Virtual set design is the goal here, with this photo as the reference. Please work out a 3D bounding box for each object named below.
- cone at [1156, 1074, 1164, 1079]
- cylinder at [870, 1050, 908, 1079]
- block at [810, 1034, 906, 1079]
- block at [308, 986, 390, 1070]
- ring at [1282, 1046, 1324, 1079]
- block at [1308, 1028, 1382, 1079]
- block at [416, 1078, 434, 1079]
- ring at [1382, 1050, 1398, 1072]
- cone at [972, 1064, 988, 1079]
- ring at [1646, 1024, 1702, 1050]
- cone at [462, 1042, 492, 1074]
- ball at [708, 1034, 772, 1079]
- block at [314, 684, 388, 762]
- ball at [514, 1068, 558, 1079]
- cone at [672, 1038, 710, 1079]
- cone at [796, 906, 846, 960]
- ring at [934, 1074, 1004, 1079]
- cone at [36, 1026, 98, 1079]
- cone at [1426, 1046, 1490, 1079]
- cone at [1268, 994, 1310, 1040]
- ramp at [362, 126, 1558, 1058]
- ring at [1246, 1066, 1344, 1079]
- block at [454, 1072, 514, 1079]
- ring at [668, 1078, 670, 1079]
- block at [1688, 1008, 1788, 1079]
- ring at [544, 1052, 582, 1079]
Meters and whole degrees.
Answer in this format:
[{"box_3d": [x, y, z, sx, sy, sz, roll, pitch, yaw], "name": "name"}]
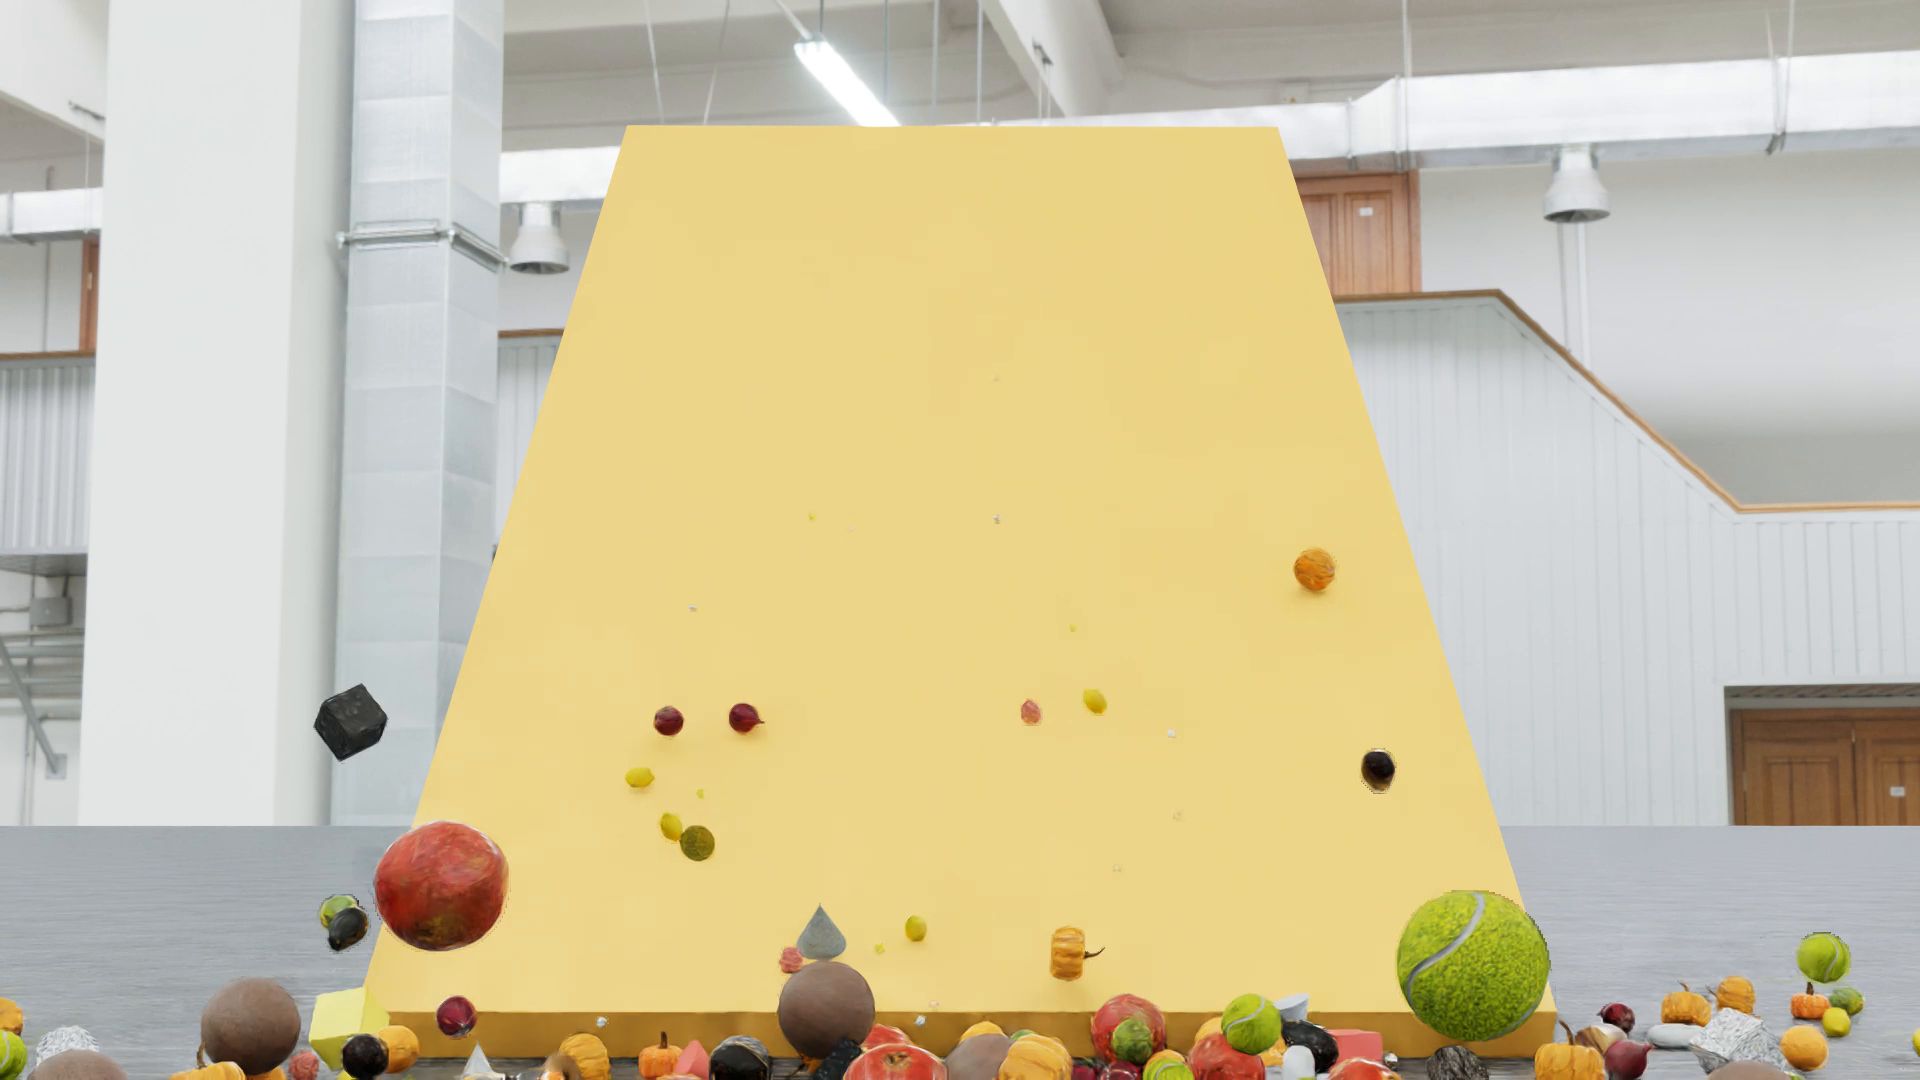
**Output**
[{"box_3d": [0.270, 0.749, 3.282, 0.057, 0.057, 0.057, 0, -7, 0], "name": "cone"}, {"box_3d": [-0.110, 0.722, 3.228, 0.079, 0.079, 0.079, 0, -20, 4], "name": "cylinder"}, {"box_3d": [-0.125, 0.672, 2.996, 0.077, 0.077, 0.077, 31, -9, 37], "name": "block"}, {"box_3d": [-0.927, 0.743, 3.693, 0.083, 0.083, 0.083, -11, -46, 10], "name": "block"}, {"box_3d": [0.407, 0.662, 2.912, 0.037, 0.111, 0.111, 11, -2, 20], "name": "ring"}, {"box_3d": [0.579, 0.780, 3.654, 0.080, 0.080, 0.080, 3, -7, -24], "name": "block"}, {"box_3d": [-0.711, 0.732, 3.149, 0.060, 0.060, 0.060, 2, -7, -19], "name": "block"}, {"box_3d": [0.654, 0.832, 3.878, 0.088, 0.029, 0.088, -1, -6, 0], "name": "ring"}, {"box_3d": [0.025, 0.723, 3.164, 0.082, 0.082, 0.082, 0, -7, 0], "name": "cone"}, {"box_3d": [1.262, 0.873, 4.268, 0.109, 0.036, 0.109, 0, -5, 0], "name": "ring"}, {"box_3d": [-0.712, 0.776, 3.586, 0.072, 0.072, 0.072, 0, -7, 0], "name": "cone"}, {"box_3d": [-0.300, 0.721, 3.321, 0.088, 0.088, 0.088, 0, -7, 0], "name": "ball"}, {"box_3d": [-1.179, 0.353, 4.706, 0.090, 0.090, 0.090, -27, -21, -42], "name": "block"}, {"box_3d": [-0.560, 0.732, 3.203, 0.072, 0.072, 0.072, 0, -7, 0], "name": "ball"}, {"box_3d": [-0.383, 0.806, 3.676, 0.075, 0.075, 0.075, 31, -16, -15], "name": "cone"}, {"box_3d": [-0.239, 0.659, 4.167, 0.087, 0.087, 0.087, 0, 31, 0], "name": "cone"}, {"box_3d": [0.011, 0.774, 3.417, 0.118, 0.039, 0.118, -1, -7, 0], "name": "ring"}, {"box_3d": [-1.336, 0.780, 3.651, 0.088, 0.088, 0.088, 2, -20, -13], "name": "cone"}, {"box_3d": [0.686, 0.773, 3.424, 0.092, 0.092, 0.092, 1, -33, -11], "name": "cone"}, {"box_3d": [0.489, 0.701, 3.536, 0.062, 0.062, 0.062, -19, 2, 1], "name": "cone"}, {"box_3d": [-0.014, -0.201, 5.784, 2.000, 0.100, 4.000, 0, 31, 0], "name": "ramp"}, {"box_3d": [0.471, 0.768, 3.411, 0.146, 0.049, 0.146, 0, -5, 0], "name": "ring"}, {"box_3d": [-0.637, 0.745, 3.249, 0.057, 0.057, 0.057, 5, -8, -38], "name": "block"}, {"box_3d": [-0.353, 0.747, 3.240, 0.128, 0.043, 0.128, 9, -10, 2], "name": "ring"}, {"box_3d": [1.050, 0.692, 3.280, 0.076, 0.076, 0.076, -37, 17, -17], "name": "block"}, {"box_3d": [-0.541, 0.737, 3.310, 0.027, 0.080, 0.080, -17, -11, 17], "name": "ring"}]
